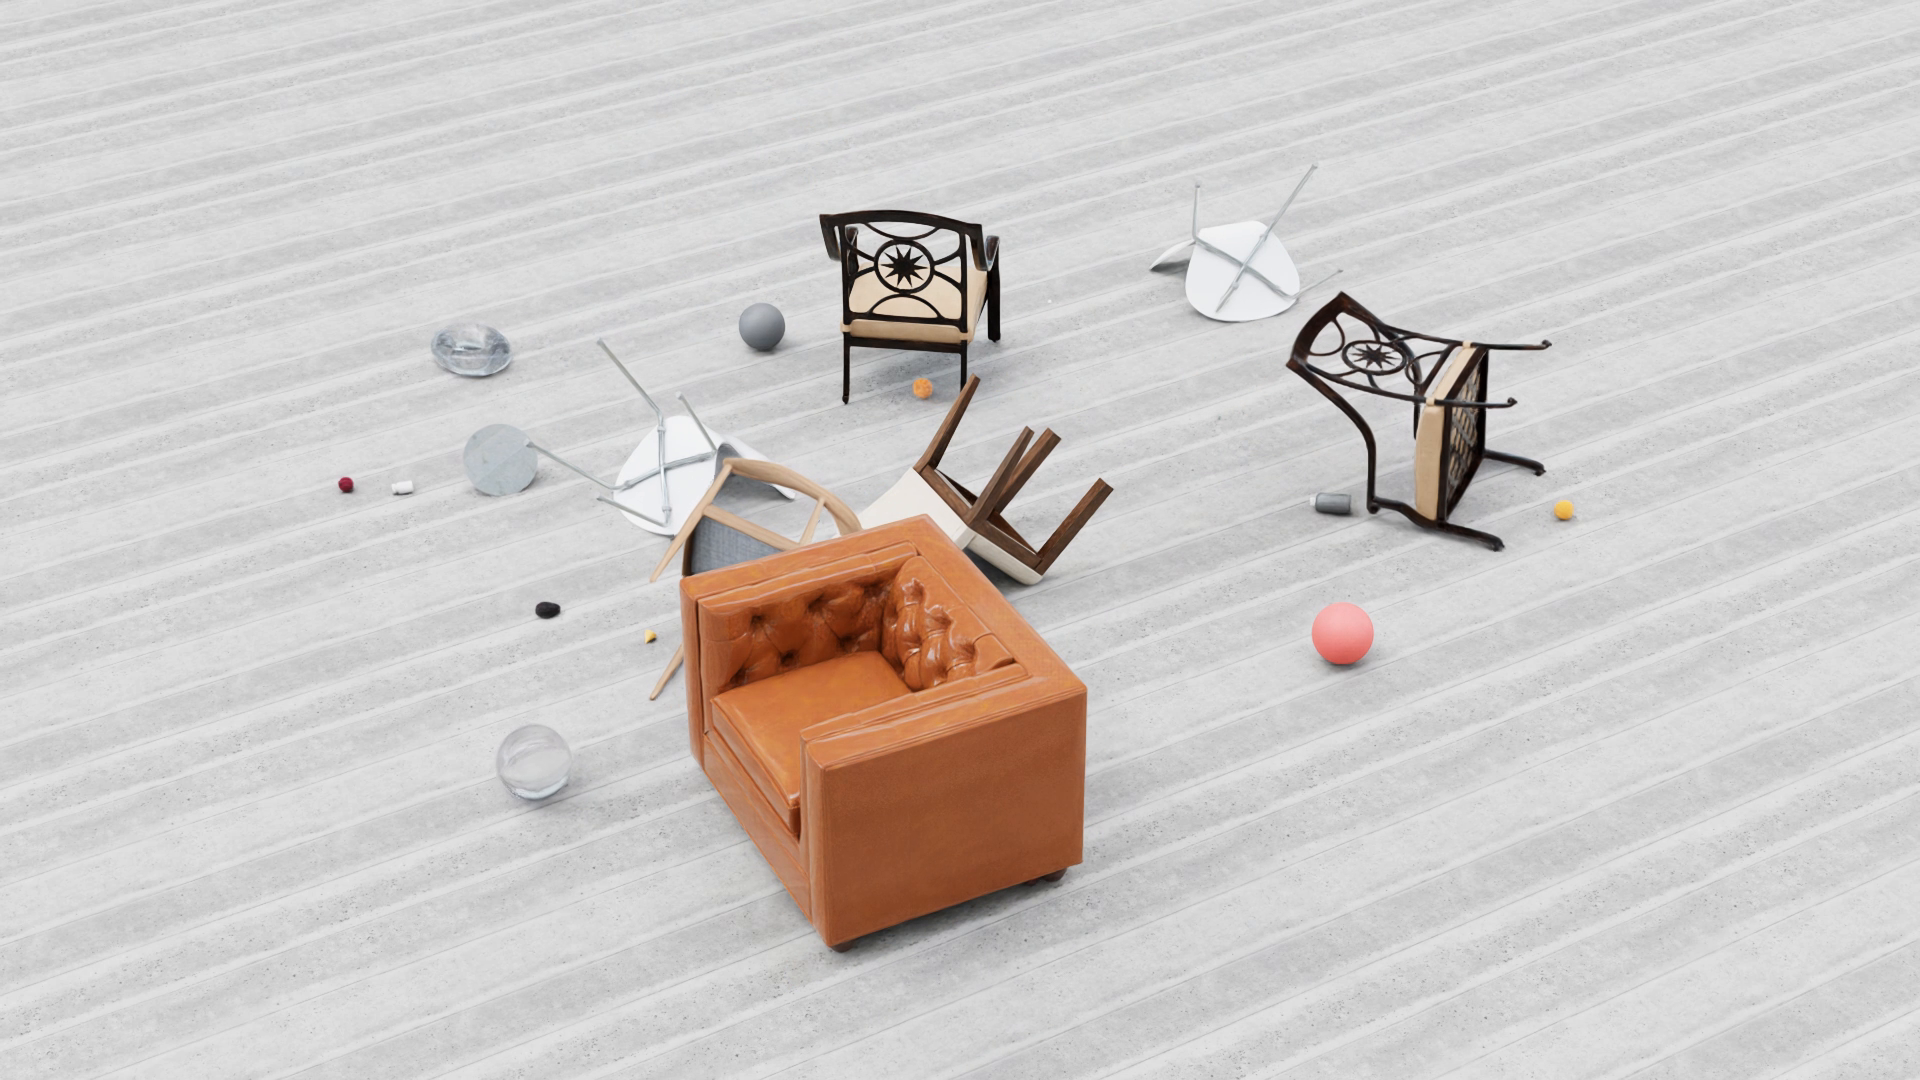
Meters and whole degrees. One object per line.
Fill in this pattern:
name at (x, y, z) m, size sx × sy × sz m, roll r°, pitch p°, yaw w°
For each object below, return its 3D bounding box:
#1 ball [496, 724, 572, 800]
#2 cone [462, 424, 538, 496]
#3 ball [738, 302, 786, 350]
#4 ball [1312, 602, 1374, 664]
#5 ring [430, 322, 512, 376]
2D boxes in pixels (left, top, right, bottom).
ball at (-1.395, 0.729, 9.613) m, size 0.248 × 0.248 × 0.248 m, roll 0°, pitch 33°, yaw 0°
cone at (-1.776, -0.292, 11.296) m, size 0.285 × 0.145 × 0.284 m, roll -32°, pitch 86°, yaw -17°
ball at (-0.818, -0.883, 12.108) m, size 0.195 × 0.195 × 0.195 m, roll 0°, pitch 33°, yaw 0°
ball at (1.338, 0.326, 10.252) m, size 0.218 × 0.218 × 0.218 m, roll 0°, pitch 33°, yaw 0°
ring at (-2.008, -0.785, 12.047) m, size 0.381 × 0.101 × 0.299 m, roll 29°, pitch 44°, yaw 35°
